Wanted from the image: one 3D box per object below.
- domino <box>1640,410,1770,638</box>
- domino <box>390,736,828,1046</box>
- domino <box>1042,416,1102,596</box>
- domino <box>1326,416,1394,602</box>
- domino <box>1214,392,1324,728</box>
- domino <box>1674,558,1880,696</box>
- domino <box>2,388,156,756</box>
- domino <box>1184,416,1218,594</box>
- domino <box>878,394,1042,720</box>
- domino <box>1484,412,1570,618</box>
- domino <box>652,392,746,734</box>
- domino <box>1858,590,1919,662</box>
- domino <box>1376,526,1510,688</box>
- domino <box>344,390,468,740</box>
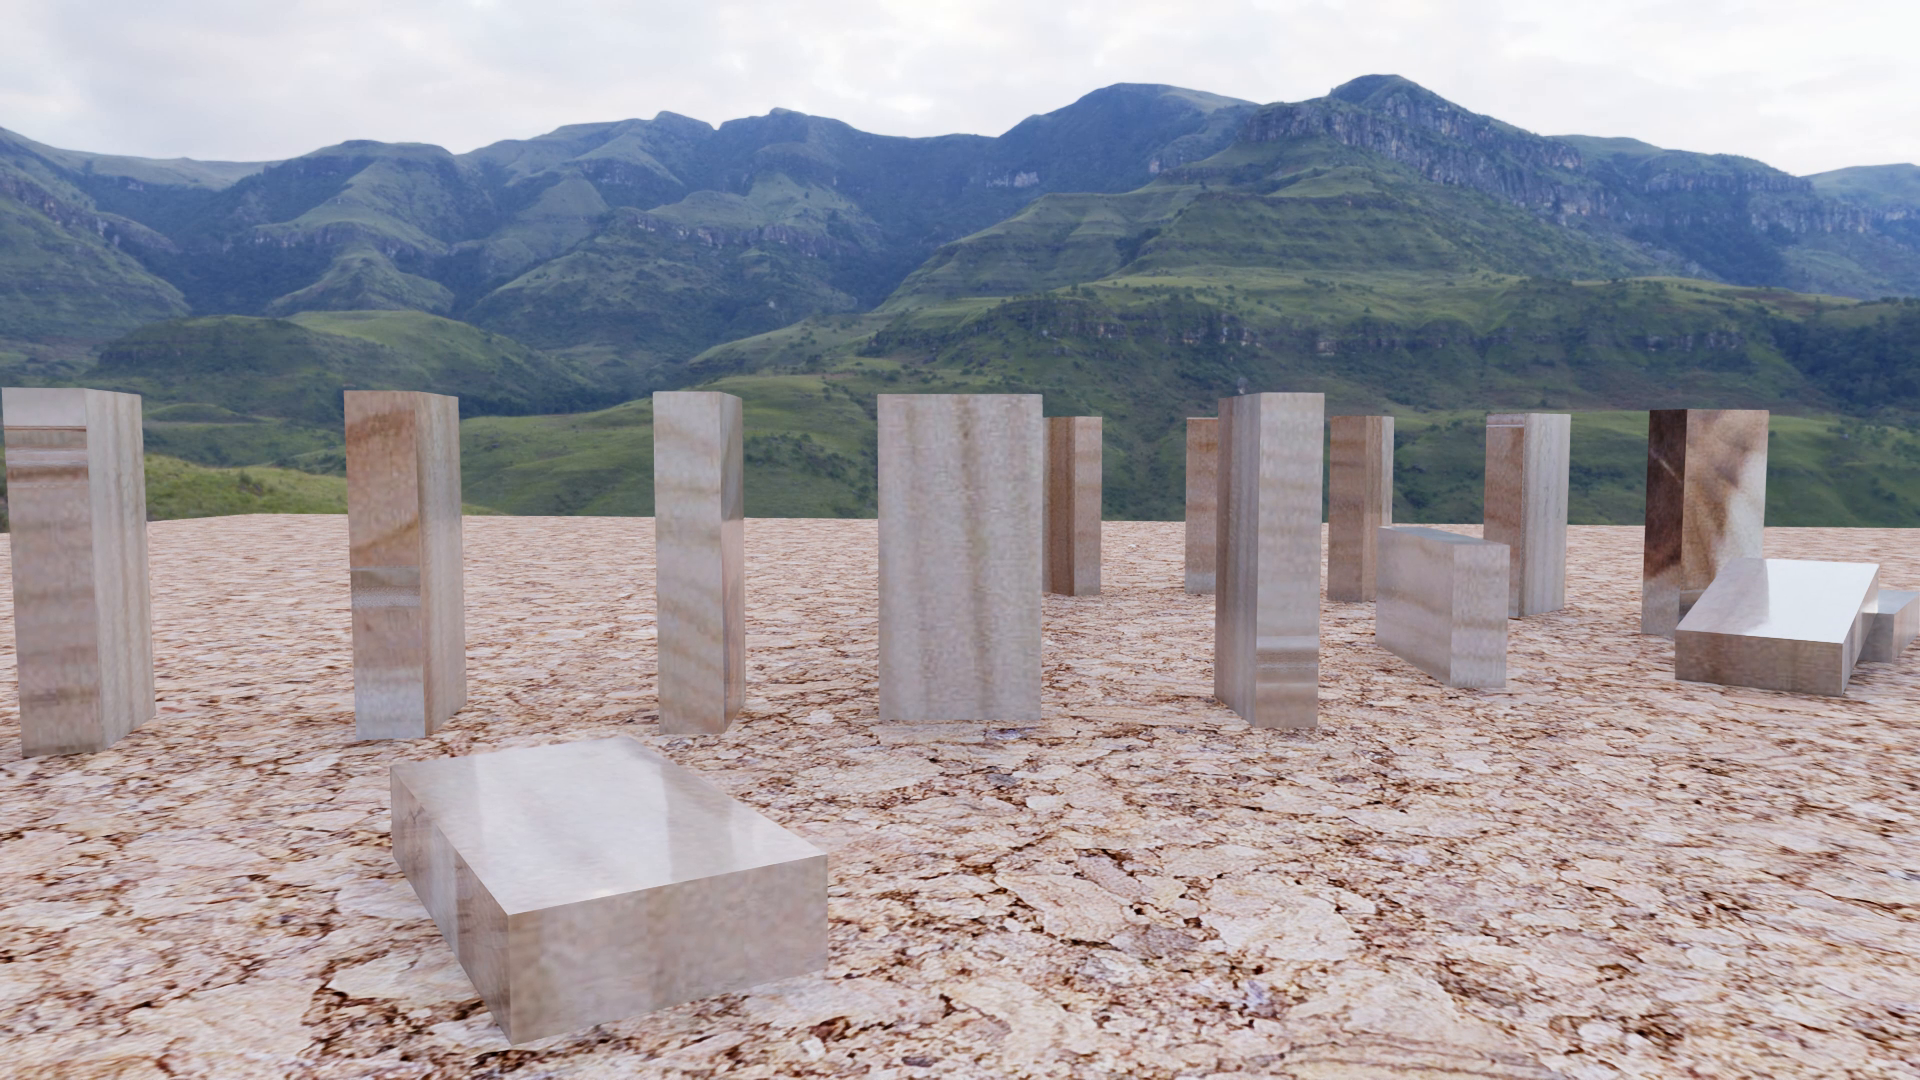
[{"bbox_3d":[0.167,-0.004,0.288,0.025,0.050,0.009,-2,5,-21],"label":"domino"},{"bbox_3d":[-0.035,0.029,0.118,0.025,0.009,0.050,-3,5,-33],"label":"domino"},{"bbox_3d":[0.029,-0.010,0.369,0.009,0.050,0.025,-3,5,-33],"label":"domino"},{"bbox_3d":[0.111,-0.009,0.355,0.010,0.050,0.025,3,5,35],"label":"domino"},{"bbox_3d":[0.048,0.002,0.203,0.009,0.050,0.025,0,4,-3],"label":"domino"},{"bbox_3d":[0.154,0.015,0.241,0.025,0.010,0.050,4,17,41],"label":"domino"},{"bbox_3d":[-0.127,0.004,0.186,0.009,0.050,0.025,-1,4,-17],"label":"domino"},{"bbox_3d":[0.072,-0.011,0.374,0.009,0.050,0.025,1,4,14],"label":"domino"},{"bbox_3d":[0.000,0.002,0.201,0.025,0.050,0.009,0,4,0],"label":"domino"},{"bbox_3d":[0.143,-0.007,0.325,0.025,0.050,0.009,-4,6,-40],"label":"domino"},{"bbox_3d":[-0.040,0.003,0.199,0.009,0.050,0.025,0,4,-2],"label":"domino"},{"bbox_3d":[0.189,0.017,0.276,0.025,0.010,0.050,4,6,41],"label":"domino"},{"bbox_3d":[0.092,0.011,0.248,0.009,0.025,0.050,0,4,3],"label":"domino"},{"bbox_3d":[-0.084,0.003,0.196,0.010,0.050,0.025,-1,4,-8],"label":"domino"}]
